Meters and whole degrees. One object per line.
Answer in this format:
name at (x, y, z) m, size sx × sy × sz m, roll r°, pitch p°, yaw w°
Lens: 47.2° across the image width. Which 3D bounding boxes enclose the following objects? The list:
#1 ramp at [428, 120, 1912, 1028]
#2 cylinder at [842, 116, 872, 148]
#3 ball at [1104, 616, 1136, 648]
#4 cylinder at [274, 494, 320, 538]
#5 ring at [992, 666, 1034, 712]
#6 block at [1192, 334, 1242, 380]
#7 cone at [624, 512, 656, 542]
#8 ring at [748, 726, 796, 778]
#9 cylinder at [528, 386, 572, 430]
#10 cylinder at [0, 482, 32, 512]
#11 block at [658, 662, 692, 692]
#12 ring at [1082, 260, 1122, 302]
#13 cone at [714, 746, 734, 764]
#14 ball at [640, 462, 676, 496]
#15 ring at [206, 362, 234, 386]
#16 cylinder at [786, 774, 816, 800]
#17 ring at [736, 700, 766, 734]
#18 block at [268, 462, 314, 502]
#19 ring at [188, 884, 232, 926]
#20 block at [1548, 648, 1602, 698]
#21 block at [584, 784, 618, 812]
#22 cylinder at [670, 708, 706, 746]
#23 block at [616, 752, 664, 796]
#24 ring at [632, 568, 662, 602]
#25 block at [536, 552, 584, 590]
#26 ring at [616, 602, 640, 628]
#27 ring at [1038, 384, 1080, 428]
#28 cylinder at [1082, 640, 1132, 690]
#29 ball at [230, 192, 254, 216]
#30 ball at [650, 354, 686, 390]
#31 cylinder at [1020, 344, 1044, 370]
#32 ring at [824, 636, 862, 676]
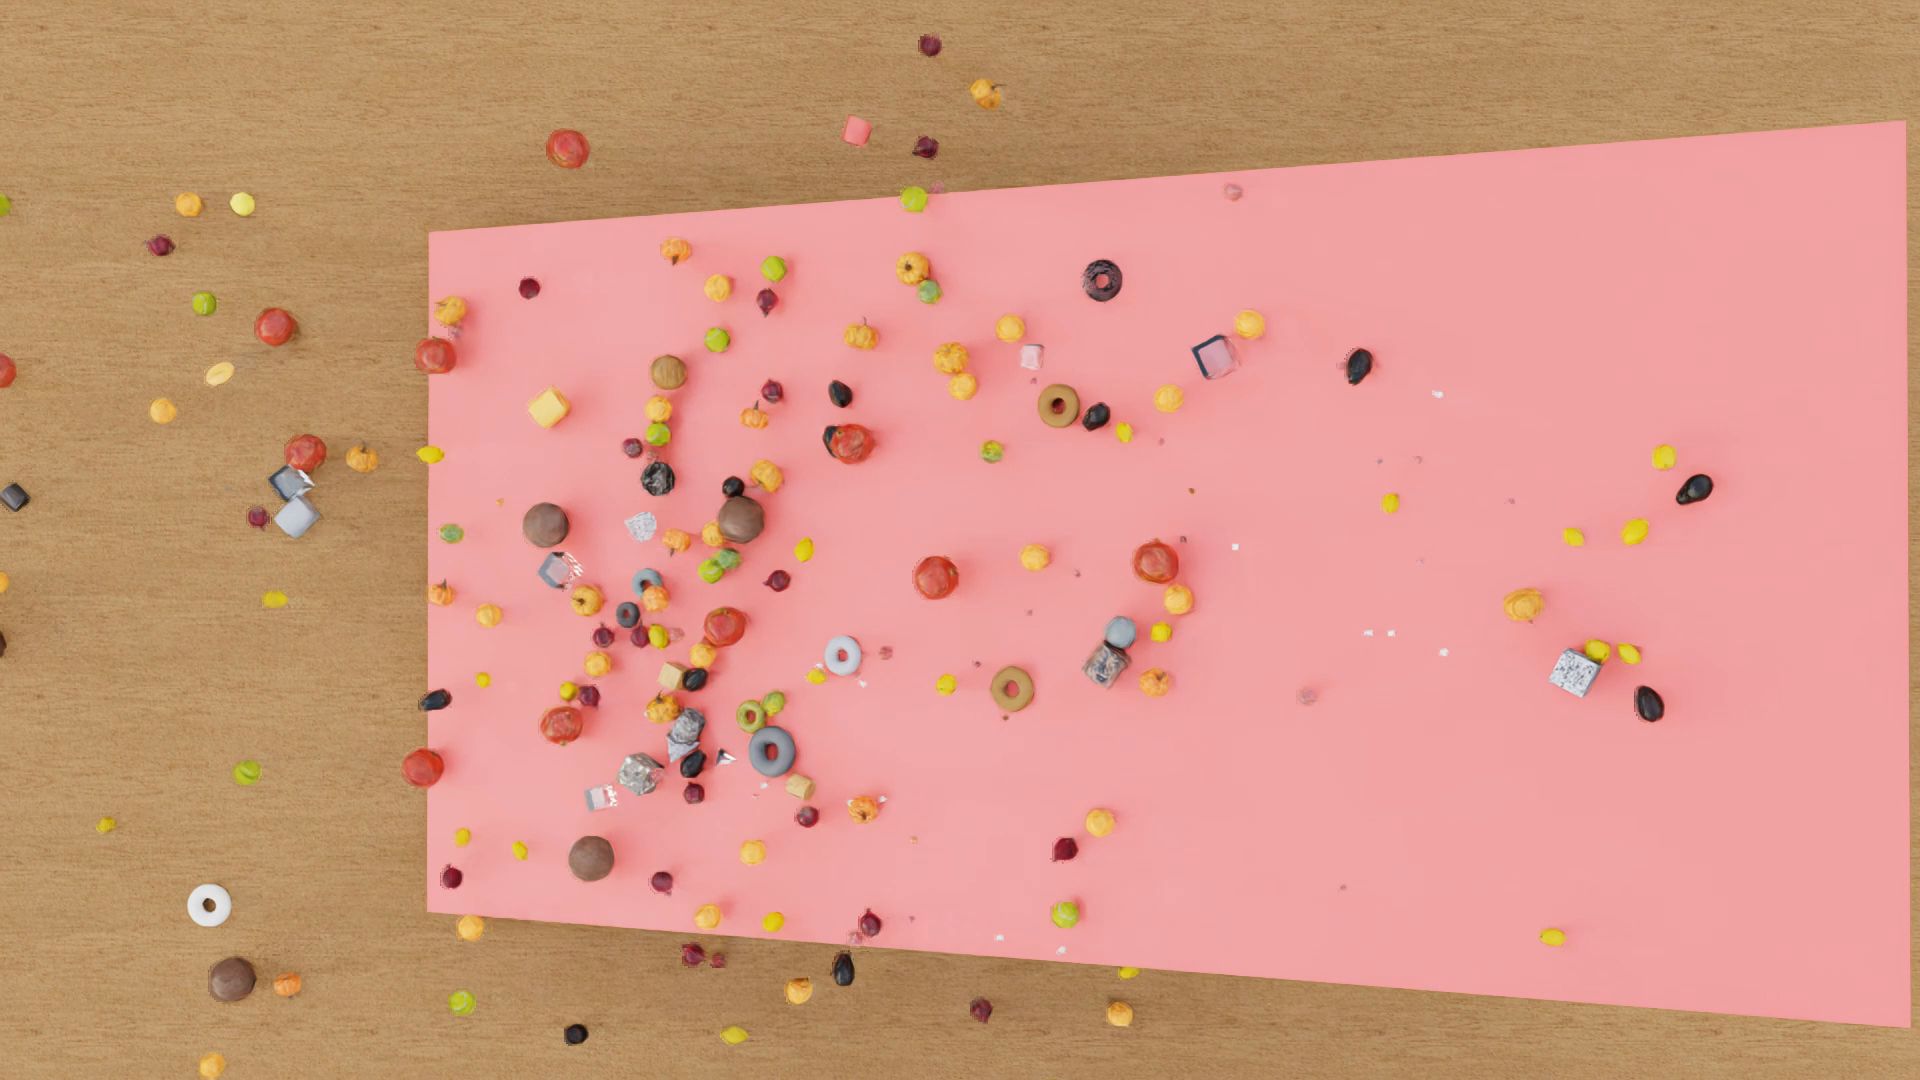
ramp at (0.283, 0.083, 5.705) m, size 4.000 × 0.100 × 2.000 m, roll 0°, pitch 89°, yaw 24°
cylinder at (-0.287, -1.147, 6.172) m, size 0.069 × 0.069 × 0.069 m, roll 20°, pitch 100°, yaw 0°
ball at (0.406, 0.233, 5.549) m, size 0.082 × 0.082 × 0.082 m, roll 0°, pitch 89°, yaw 0°
cylinder at (-1.962, -0.070, 6.514) m, size 0.094 × 0.094 × 0.094 m, roll 45°, pitch 91°, yaw 0°
ring at (0.136, 0.385, 5.691) m, size 0.117 × 0.039 × 0.117 m, roll 0°, pitch 90°, yaw 23°
block at (0.638, -0.453, 5.454) m, size 0.082 × 0.082 × 0.082 m, roll -27°, pitch 79°, yaw 21°
cone at (-0.907, -0.044, 6.108) m, size 0.087 × 0.087 × 0.087 m, roll 12°, pitch 89°, yaw 39°
ring at (-0.511, 0.575, 5.972) m, size 0.141 × 0.047 × 0.141 m, roll -1°, pitch 88°, yaw 24°
cylinder at (-1.160, -0.374, 6.214) m, size 0.087 × 0.087 × 0.087 m, roll -37°, pitch 89°, yaw 8°
cylinder at (-2.805, -0.127, 6.527) m, size 0.063 × 0.063 × 0.063 m, roll -42°, pitch 96°, yaw 0°
block at (-0.789, 0.377, 6.090) m, size 0.060 × 0.060 × 0.060 m, roll 26°, pitch 100°, yaw 22°
ring at (0.362, -0.662, 5.604) m, size 0.109 × 0.036 × 0.109 m, roll 0°, pitch 91°, yaw 23°
cone at (-0.640, 0.602, 6.041) m, size 0.055 × 0.055 × 0.055 m, roll 20°, pitch 89°, yaw 9°
ball at (-0.837, -0.169, 6.099) m, size 0.095 × 0.095 × 0.095 m, roll 0°, pitch 89°, yaw 0°
ring at (-2.194, -0.493, 6.519) m, size 0.088 × 0.088 × 0.029 m, roll -28°, pitch 129°, yaw 0°
cylinder at (-0.429, 0.665, 5.928) m, size 0.058 × 0.058 × 0.058 m, roll 21°, pitch 89°, yaw 23°
ring at (-0.570, 0.482, 6.008) m, size 0.093 × 0.031 × 0.093 m, roll 0°, pitch 89°, yaw 25°
block at (-1.984, -0.172, 6.524) m, size 0.083 × 0.083 × 0.083 m, roll -37°, pitch 89°, yaw 0°
ring at (-2.228, 1.084, 6.529) m, size 0.129 × 0.043 × 0.129 m, roll 0°, pitch 93°, yaw 1°
block at (1.426, 0.307, 5.094) m, size 0.083 × 0.083 × 0.083 m, roll 29°, pitch 101°, yaw 22°
block at (-1.010, 0.725, 6.184) m, size 0.061 × 0.061 × 0.061 m, roll -18°, pitch 82°, yaw 23°
cylinder at (-0.748, 0.514, 6.059) m, size 0.074 × 0.074 × 0.074 m, roll 30°, pitch 108°, yaw 0°
block at (-0.890, 0.650, 6.120) m, size 0.082 × 0.082 × 0.082 m, roll 31°, pitch 102°, yaw 21°
ring at (-0.873, 0.126, 6.140) m, size 0.092 × 0.031 × 0.092 m, roll 3°, pitch 100°, yaw 16°
block at (-1.132, 0.087, 6.236) m, size 0.078 × 0.078 × 0.078 m, roll 41°, pitch 105°, yaw 19°
ring at (-0.934, 0.210, 6.176) m, size 0.075 × 0.025 × 0.075 m, roll 0°, pitch 91°, yaw 24°
ring at (0.254, -0.345, 5.648) m, size 0.116 × 0.039 × 0.116 m, roll 0°, pitch 91°, yaw 23°
cylinder at (0.371, 0.314, 5.559) m, size 0.090 × 0.090 × 0.090 m, roll 37°, pitch 104°, yaw 0°
ball at (-2.134, -0.999, 6.542) m, size 0.067 × 0.067 × 0.067 m, roll 0°, pitch 89°, yaw 0°
ball at (-0.807, -0.463, 6.086) m, size 0.100 × 0.100 × 0.100 m, roll 0°, pitch 89°, yaw 0°
cylinder at (0.186, -0.473, 5.664) m, size 0.058 × 0.058 × 0.058 m, roll 6°, pitch 86°, yaw 0°
ring at (-0.314, 0.311, 5.893) m, size 0.108 × 0.036 × 0.108 m, roll 0°, pitch 90°, yaw 23°
